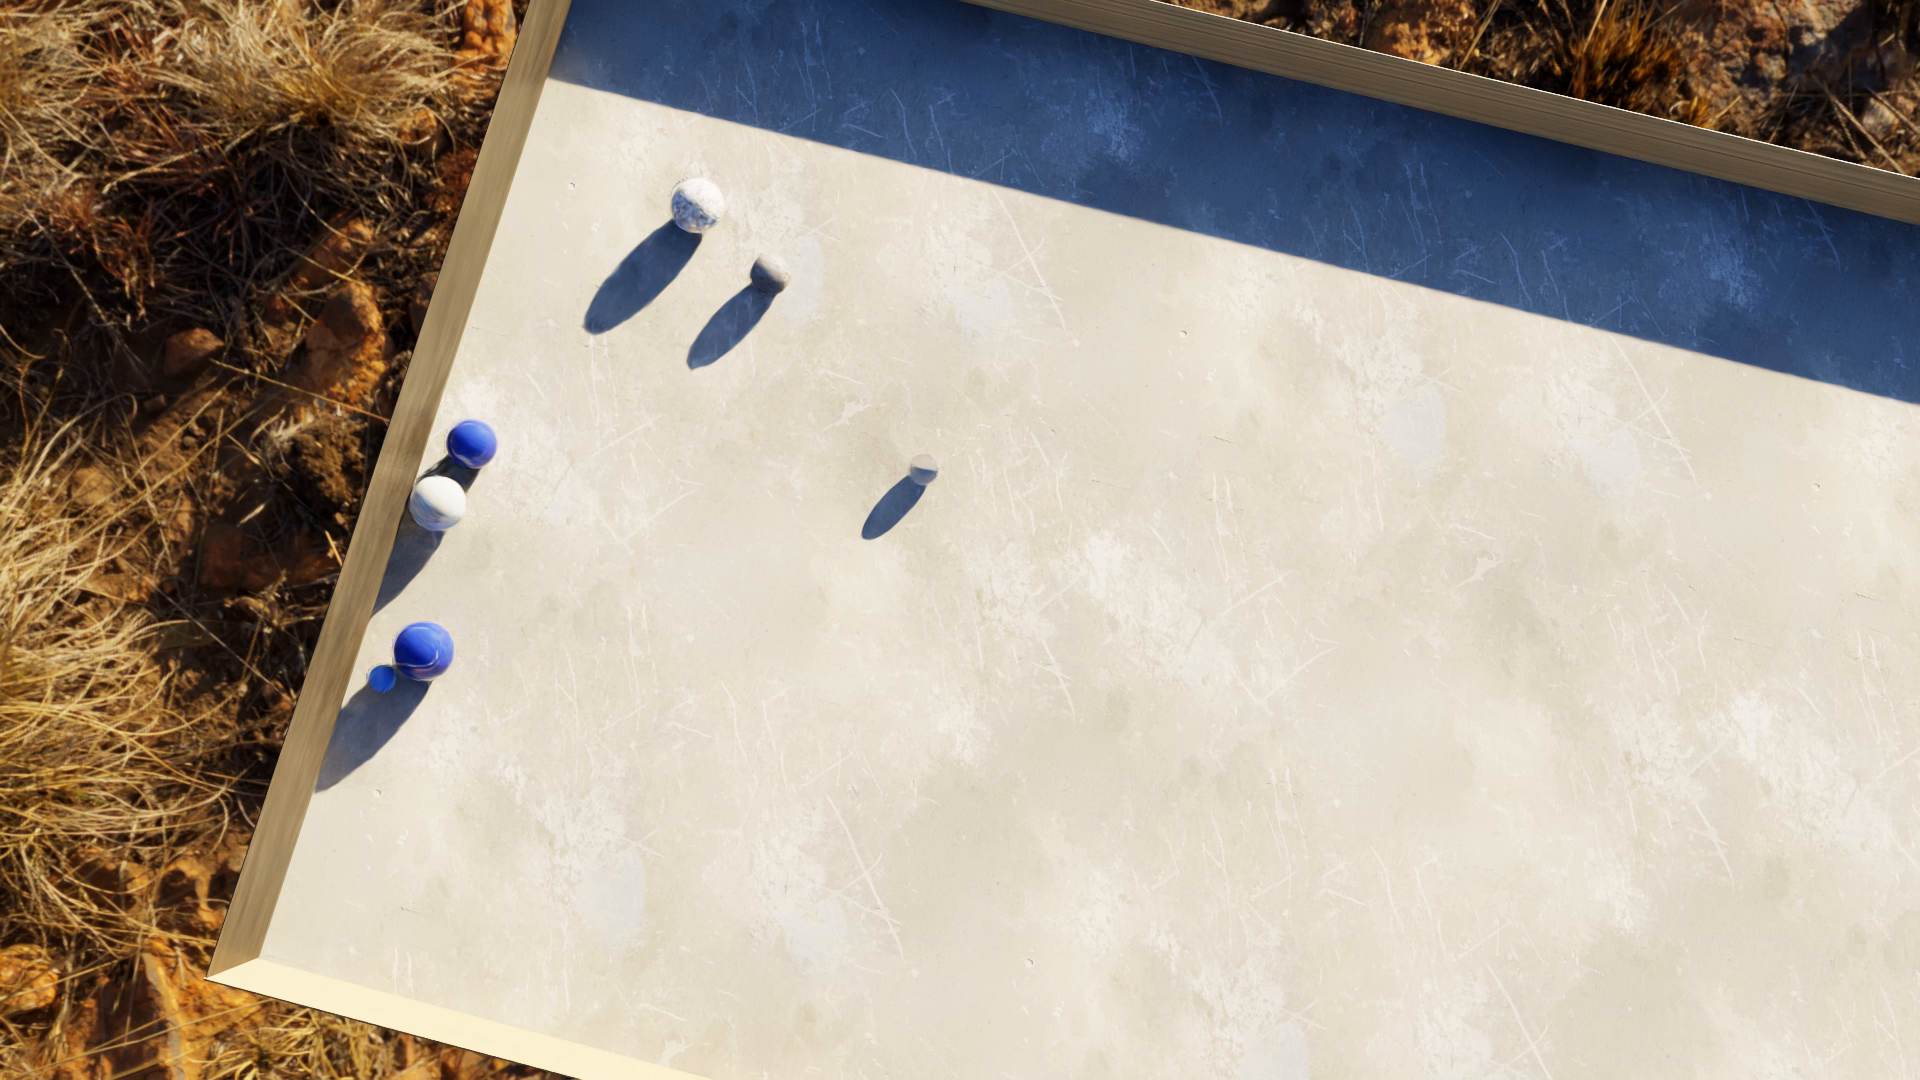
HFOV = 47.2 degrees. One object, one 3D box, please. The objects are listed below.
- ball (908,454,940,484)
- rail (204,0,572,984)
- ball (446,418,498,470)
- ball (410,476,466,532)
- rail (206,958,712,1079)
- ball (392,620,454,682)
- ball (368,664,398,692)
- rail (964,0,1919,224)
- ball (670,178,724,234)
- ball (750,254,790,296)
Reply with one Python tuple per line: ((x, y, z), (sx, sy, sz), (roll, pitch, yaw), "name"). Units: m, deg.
((-0.055, -0.108, 3.368), (0.047, 0.047, 0.047), (0, 76, 0), "ball")
((-0.817, -0.209, 3.356), (0.045, 0.117, 1.803), (14, 77, 3), "rail")
((-0.746, -0.147, 3.361), (0.078, 0.078, 0.078), (0, 76, 0), "ball")
((-0.792, -0.055, 3.335), (0.085, 0.085, 0.085), (0, 76, 0), "ball")
((0.622, 1.029, 3.052), (3.468, 0.117, 0.045), (14, 77, 3), "rail")
((-0.799, 0.165, 3.279), (0.090, 0.090, 0.090), (0, 76, 0), "ball")
((-0.865, 0.208, 3.293), (0.042, 0.042, 0.042), (0, 76, 0), "ball")
((1.058, -0.623, 3.457), (3.468, 0.117, 0.045), (14, 77, 3), "rail")
((-0.412, -0.524, 3.450), (0.086, 0.086, 0.086), (0, 76, 0), "ball")
((-0.296, -0.414, 3.434), (0.063, 0.063, 0.063), (0, 76, 0), "ball")
